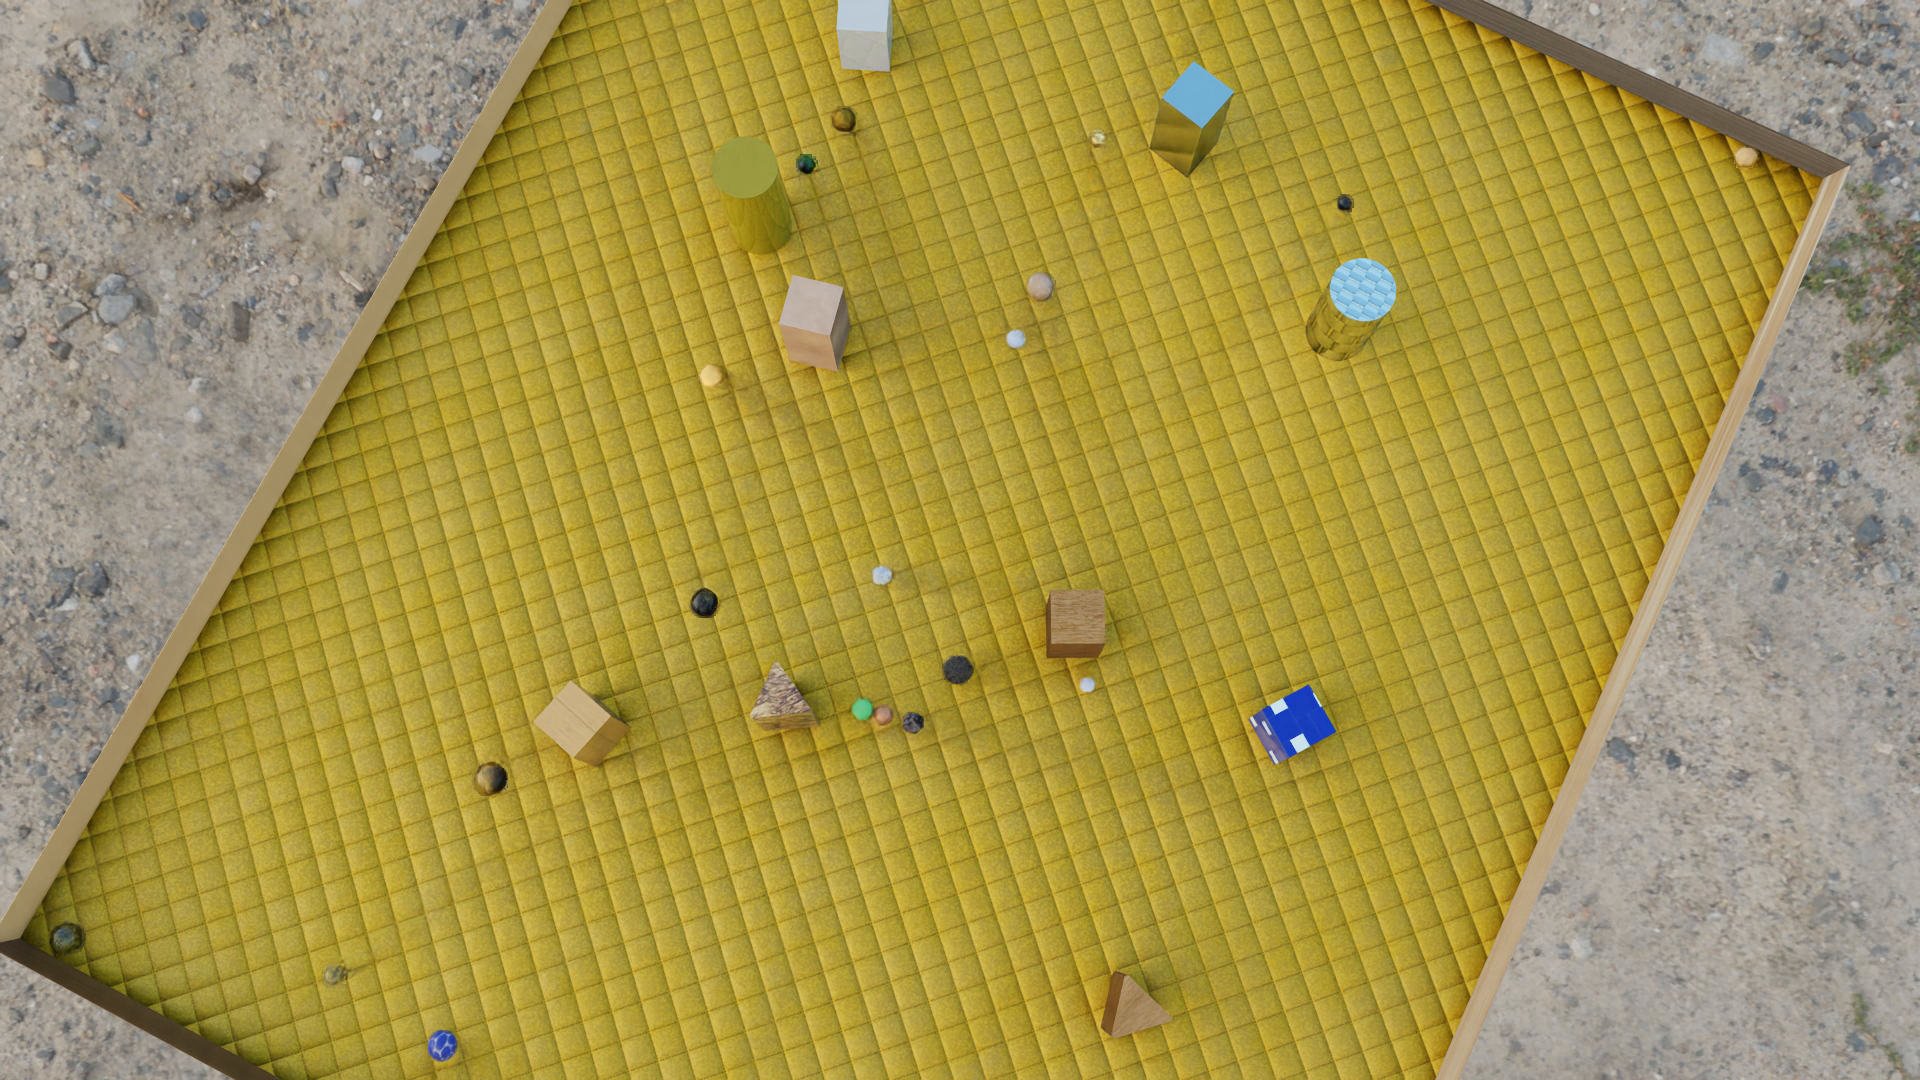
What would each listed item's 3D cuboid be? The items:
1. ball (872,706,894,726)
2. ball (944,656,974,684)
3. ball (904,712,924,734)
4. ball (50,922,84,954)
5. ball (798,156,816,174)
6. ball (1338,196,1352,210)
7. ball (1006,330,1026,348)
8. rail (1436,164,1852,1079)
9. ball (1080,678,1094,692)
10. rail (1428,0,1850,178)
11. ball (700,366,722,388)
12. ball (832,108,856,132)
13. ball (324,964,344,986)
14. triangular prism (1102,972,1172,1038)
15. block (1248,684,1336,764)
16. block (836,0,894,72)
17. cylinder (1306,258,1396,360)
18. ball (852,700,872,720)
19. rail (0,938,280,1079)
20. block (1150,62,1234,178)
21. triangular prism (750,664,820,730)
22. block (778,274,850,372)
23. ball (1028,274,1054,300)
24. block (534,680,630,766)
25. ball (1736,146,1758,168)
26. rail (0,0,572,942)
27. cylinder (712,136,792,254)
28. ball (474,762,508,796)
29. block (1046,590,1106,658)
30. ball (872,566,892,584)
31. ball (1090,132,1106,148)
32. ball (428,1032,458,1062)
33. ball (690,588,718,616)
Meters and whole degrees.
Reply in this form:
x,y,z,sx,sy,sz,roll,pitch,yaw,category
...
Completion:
x,y,z,sx,sy,sz,roll,pitch,yaw,category
-0.230,0.525,5.477,0.061,0.061,0.061,0,78,0,ball
-0.004,0.388,5.492,0.087,0.087,0.087,0,78,0,ball
-0.139,0.547,5.472,0.062,0.062,0.062,0,78,0,ball
-2.598,1.159,5.330,0.092,0.092,0.092,0,78,0,ball
-0.489,-1.194,5.834,0.057,0.057,0.057,0,78,0,ball
1.220,-1.068,5.815,0.044,0.044,0.044,0,78,0,ball
0.176,-0.627,5.716,0.059,0.059,0.059,0,78,0,ball
1.732,0.855,5.374,0.045,0.126,4.628,26,80,5,rail
0.381,0.435,5.503,0.046,0.046,0.046,0,78,0,ball
1.024,-1.999,5.965,3.921,0.126,0.045,26,80,5,rail
-0.772,-0.508,5.687,0.068,0.068,0.068,0,78,0,ball
-0.371,-1.341,5.854,0.079,0.079,0.079,0,78,0,ball
-1.819,1.265,5.324,0.060,0.060,0.060,0,78,0,ball
0.472,1.290,5.153,0.168,0.385,0.146,-16,79,-3,triangular prism
0.971,0.543,5.371,0.156,0.261,0.156,-28,80,-5,block
-0.300,-1.624,5.815,0.156,0.269,0.156,4,78,1,block
1.182,-0.694,5.562,0.194,0.389,0.194,0,78,0,cylinder
-0.291,0.508,5.480,0.062,0.062,0.062,0,78,0,ball
-1.024,2.013,5.135,3.921,0.126,0.045,26,80,5,rail
0.716,-1.302,5.696,0.156,0.373,0.156,39,81,7,block
-0.510,0.453,5.328,0.168,0.381,0.146,-6,78,-1,triangular prism
-0.438,-0.654,5.568,0.156,0.361,0.156,14,79,3,block
0.251,-0.793,5.739,0.083,0.083,0.083,0,78,0,ball
-1.096,0.539,5.336,0.156,0.330,0.156,40,81,8,block
2.504,-1.220,5.835,0.066,0.066,0.066,0,78,0,ball
-1.732,-0.842,5.725,0.045,0.126,4.628,26,80,5,rail
-0.631,-1.045,5.596,0.194,0.464,0.194,0,78,0,cylinder
-1.387,0.706,5.421,0.097,0.097,0.097,0,78,0,ball
0.339,0.251,5.413,0.156,0.298,0.156,0,78,0,block
-0.236,0.108,5.565,0.057,0.057,0.057,0,78,0,ball
0.440,-1.278,5.855,0.051,0.051,0.051,0,78,0,ball
-1.489,1.457,5.272,0.084,0.084,0.084,0,78,0,ball
-0.772,0.189,5.534,0.084,0.084,0.084,0,78,0,ball
